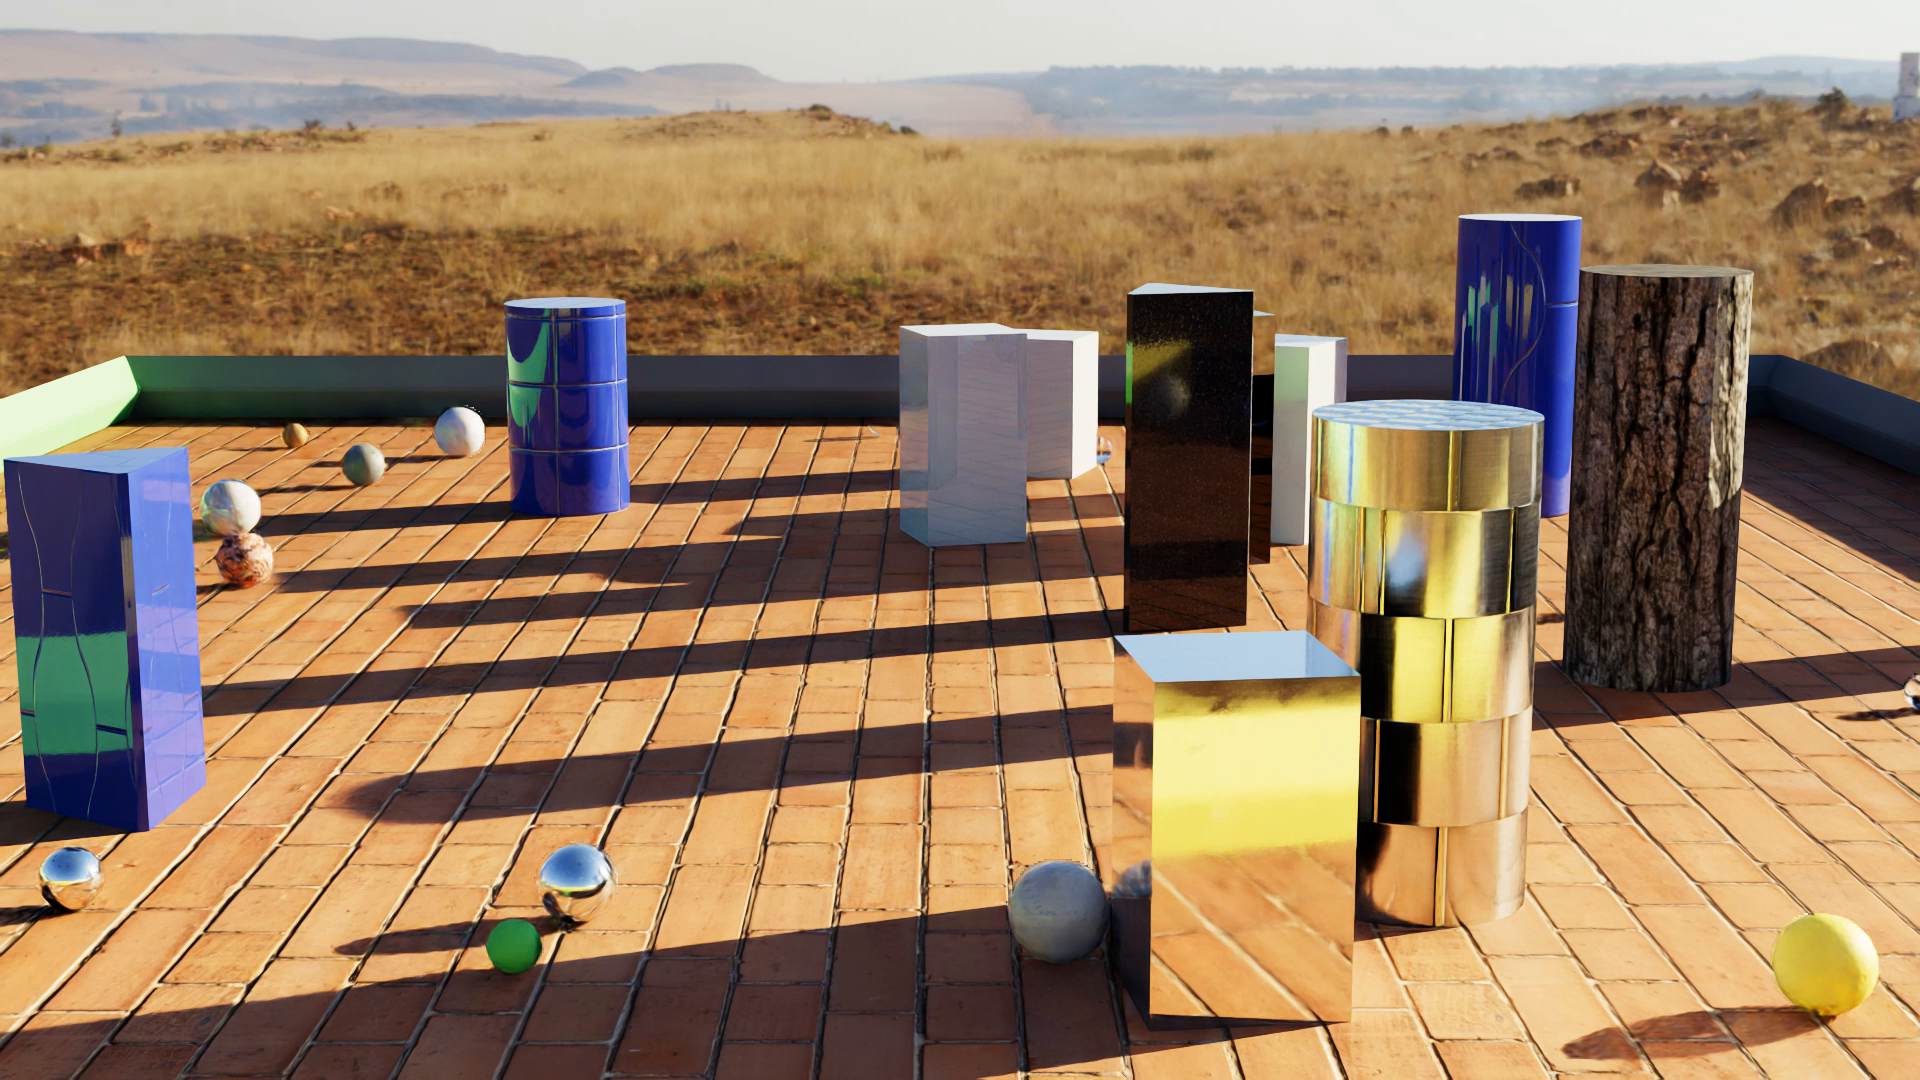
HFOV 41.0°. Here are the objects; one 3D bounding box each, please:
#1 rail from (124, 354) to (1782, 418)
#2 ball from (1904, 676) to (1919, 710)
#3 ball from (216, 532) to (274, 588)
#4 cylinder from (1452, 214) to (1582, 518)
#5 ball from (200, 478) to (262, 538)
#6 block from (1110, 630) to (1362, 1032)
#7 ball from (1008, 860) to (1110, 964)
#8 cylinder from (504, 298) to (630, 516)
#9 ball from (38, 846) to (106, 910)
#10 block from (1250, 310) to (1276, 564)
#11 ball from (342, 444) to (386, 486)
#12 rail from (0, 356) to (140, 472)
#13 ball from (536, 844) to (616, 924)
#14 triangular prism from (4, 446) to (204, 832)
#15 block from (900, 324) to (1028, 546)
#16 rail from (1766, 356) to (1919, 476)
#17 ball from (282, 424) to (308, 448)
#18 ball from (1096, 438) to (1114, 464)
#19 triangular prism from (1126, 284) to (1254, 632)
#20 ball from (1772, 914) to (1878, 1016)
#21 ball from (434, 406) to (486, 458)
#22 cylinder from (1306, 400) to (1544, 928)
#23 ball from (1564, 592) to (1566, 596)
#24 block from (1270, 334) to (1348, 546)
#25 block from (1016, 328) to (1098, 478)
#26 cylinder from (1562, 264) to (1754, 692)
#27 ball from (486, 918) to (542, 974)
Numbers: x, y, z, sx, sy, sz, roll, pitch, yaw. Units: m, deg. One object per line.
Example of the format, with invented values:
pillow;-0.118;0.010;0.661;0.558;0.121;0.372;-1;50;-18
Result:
rail;-0.011;-0.318;5.344;3.463;0.129;0.045;0;10;0
ball;1.101;0.175;2.932;0.041;0.041;0.041;0;10;0
ball;-1.010;0.028;3.626;0.077;0.077;0.077;0;10;0
cylinder;0.912;-0.288;4.220;0.198;0.482;0.198;0;10;0
ball;-1.137;-0.049;4.001;0.092;0.092;0.092;0;10;0
block;0.213;0.224;2.021;0.158;0.274;0.158;-1;11;-7
ball;0.082;0.306;2.106;0.084;0.084;0.084;0;10;0
cylinder;-0.651;-0.223;4.256;0.198;0.341;0.198;0;10;0
ball;-0.775;0.295;2.238;0.056;0.056;0.056;0;10;0
block;0.359;-0.155;3.814;0.158;0.368;0.158;-3;11;-18
ball;-1.045;-0.132;4.494;0.075;0.075;0.075;0;10;0
rail;-1.708;0.035;3.439;0.045;0.129;3.903;0;10;0
ball;-0.329;0.295;2.205;0.068;0.068;0.068;0;10;0
triangular prism;-0.817;0.090;2.543;0.172;0.350;0.149;7;12;32
block;0.004;-0.166;3.998;0.158;0.323;0.158;-3;11;-17
rail;1.708;0.031;3.458;0.045;0.129;3.903;0;10;0
ball;-1.281;-0.201;4.944;0.047;0.047;0.047;0;10;0
ball;0.259;-0.165;4.739;0.048;0.048;0.048;0;10;0
triangular prism;0.276;-0.113;3.389;0.172;0.440;0.149;-3;11;-16
ball;0.672;0.329;1.992;0.078;0.078;0.078;0;10;0
ball;-0.940;-0.203;4.823;0.095;0.095;0.095;0;10;0
cylinder;0.403;0.103;2.252;0.198;0.429;0.198;0;10;0
ball;0.840;0.072;3.437;0.058;0.058;0.058;0;10;0
block;0.500;-0.162;4.022;0.158;0.305;0.158;6;12;29
block;0.151;-0.249;4.650;0.158;0.248;0.158;4;11;19
cylinder;0.832;-0.078;3.070;0.198;0.488;0.198;0;10;0
ball;-0.362;0.330;2.083;0.044;0.044;0.044;0;10;0
